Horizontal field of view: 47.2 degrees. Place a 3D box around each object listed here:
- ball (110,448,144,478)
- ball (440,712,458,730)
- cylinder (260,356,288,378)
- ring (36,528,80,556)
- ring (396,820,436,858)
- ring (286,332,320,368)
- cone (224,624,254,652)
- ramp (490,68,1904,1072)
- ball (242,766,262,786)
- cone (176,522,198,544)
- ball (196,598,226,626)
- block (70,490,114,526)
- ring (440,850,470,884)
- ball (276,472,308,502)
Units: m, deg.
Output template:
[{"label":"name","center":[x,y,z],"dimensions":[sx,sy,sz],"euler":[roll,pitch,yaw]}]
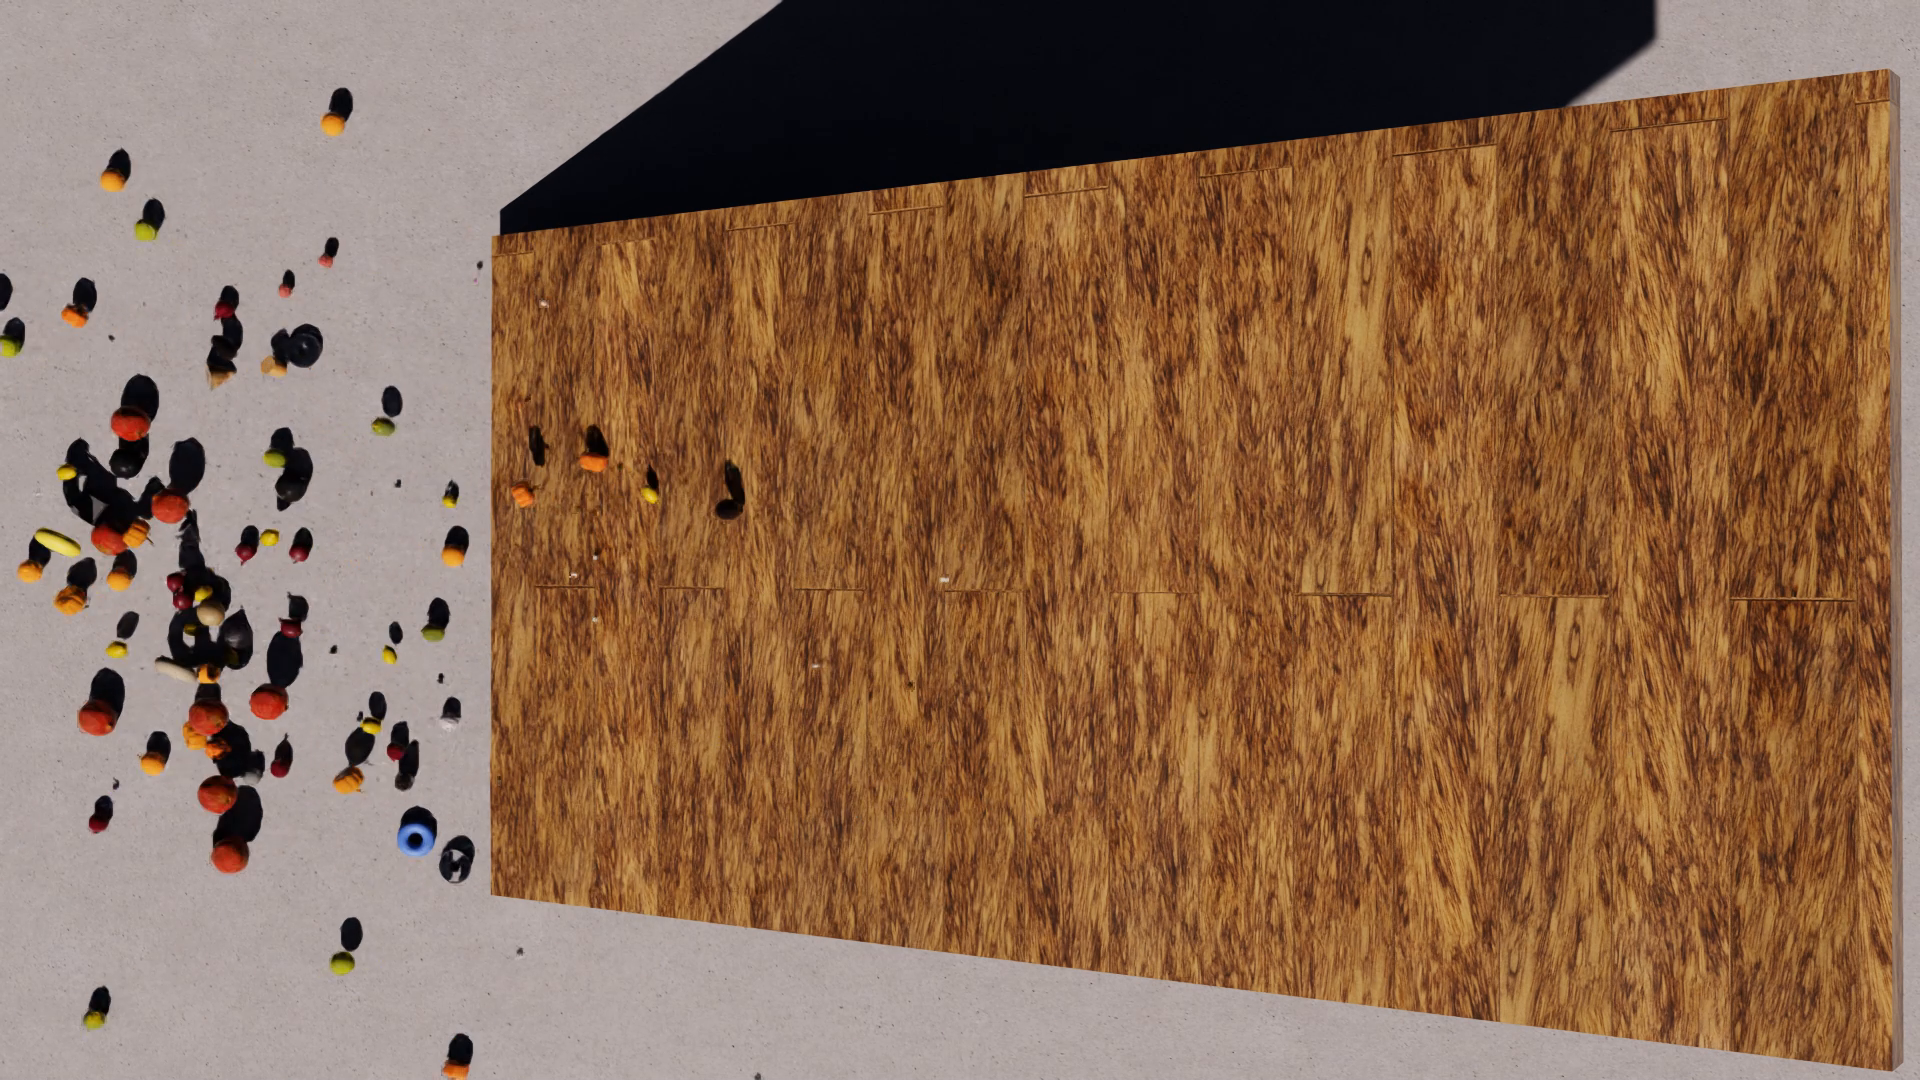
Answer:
[{"label":"ball","center":[-2.544,-0.235,6.711],"dimensions":[0.096,0.096,0.096],"euler":[0,90,0]},{"label":"ball","center":[-1.563,0.555,6.724],"dimensions":[0.057,0.057,0.057],"euler":[0,90,0]},{"label":"cylinder","center":[-2.091,-0.528,6.704],"dimensions":[0.055,0.055,0.055],"euler":[-7,75,27]},{"label":"ring","center":[-2.706,0.008,6.600],"dimensions":[0.138,0.138,0.046],"euler":[23,75,0]},{"label":"ring","center":[-1.665,0.914,6.725],"dimensions":[0.116,0.039,0.116],"euler":[0,90,-9]},{"label":"ring","center":[-2.014,-0.582,6.744],"dimensions":[0.108,0.036,0.108],"euler":[0,89,4]},{"label":"cone","center":[-2.216,0.302,6.710],"dimensions":[0.090,0.090,0.090],"euler":[0,90,0]},{"label":"ramp","center":[0.245,0.068,5.570],"dimensions":[4.000,0.100,2.000],"euler":[0,89,35]},{"label":"ball","center":[-2.165,0.722,6.722],"dimensions":[0.059,0.059,0.059],"euler":[0,90,0]},{"label":"cone","center":[-2.357,-0.008,6.743],"dimensions":[0.067,0.067,0.067],"euler":[-44,116,0]},{"label":"ball","center":[-2.286,0.222,6.713],"dimensions":[0.084,0.084,0.084],"euler":[0,90,0]},{"label":"block","center":[-2.652,-0.099,6.720],"dimensions":[0.076,0.076,0.076],"euler":[35,90,0]},{"label":"ring","center":[-1.544,0.999,6.725],"dimensions":[0.105,0.035,0.105],"euler":[1,93,17]},{"label":"ball","center":[-2.041,-0.162,6.712],"dimensions":[0.093,0.093,0.093],"euler":[0,90,0]}]
